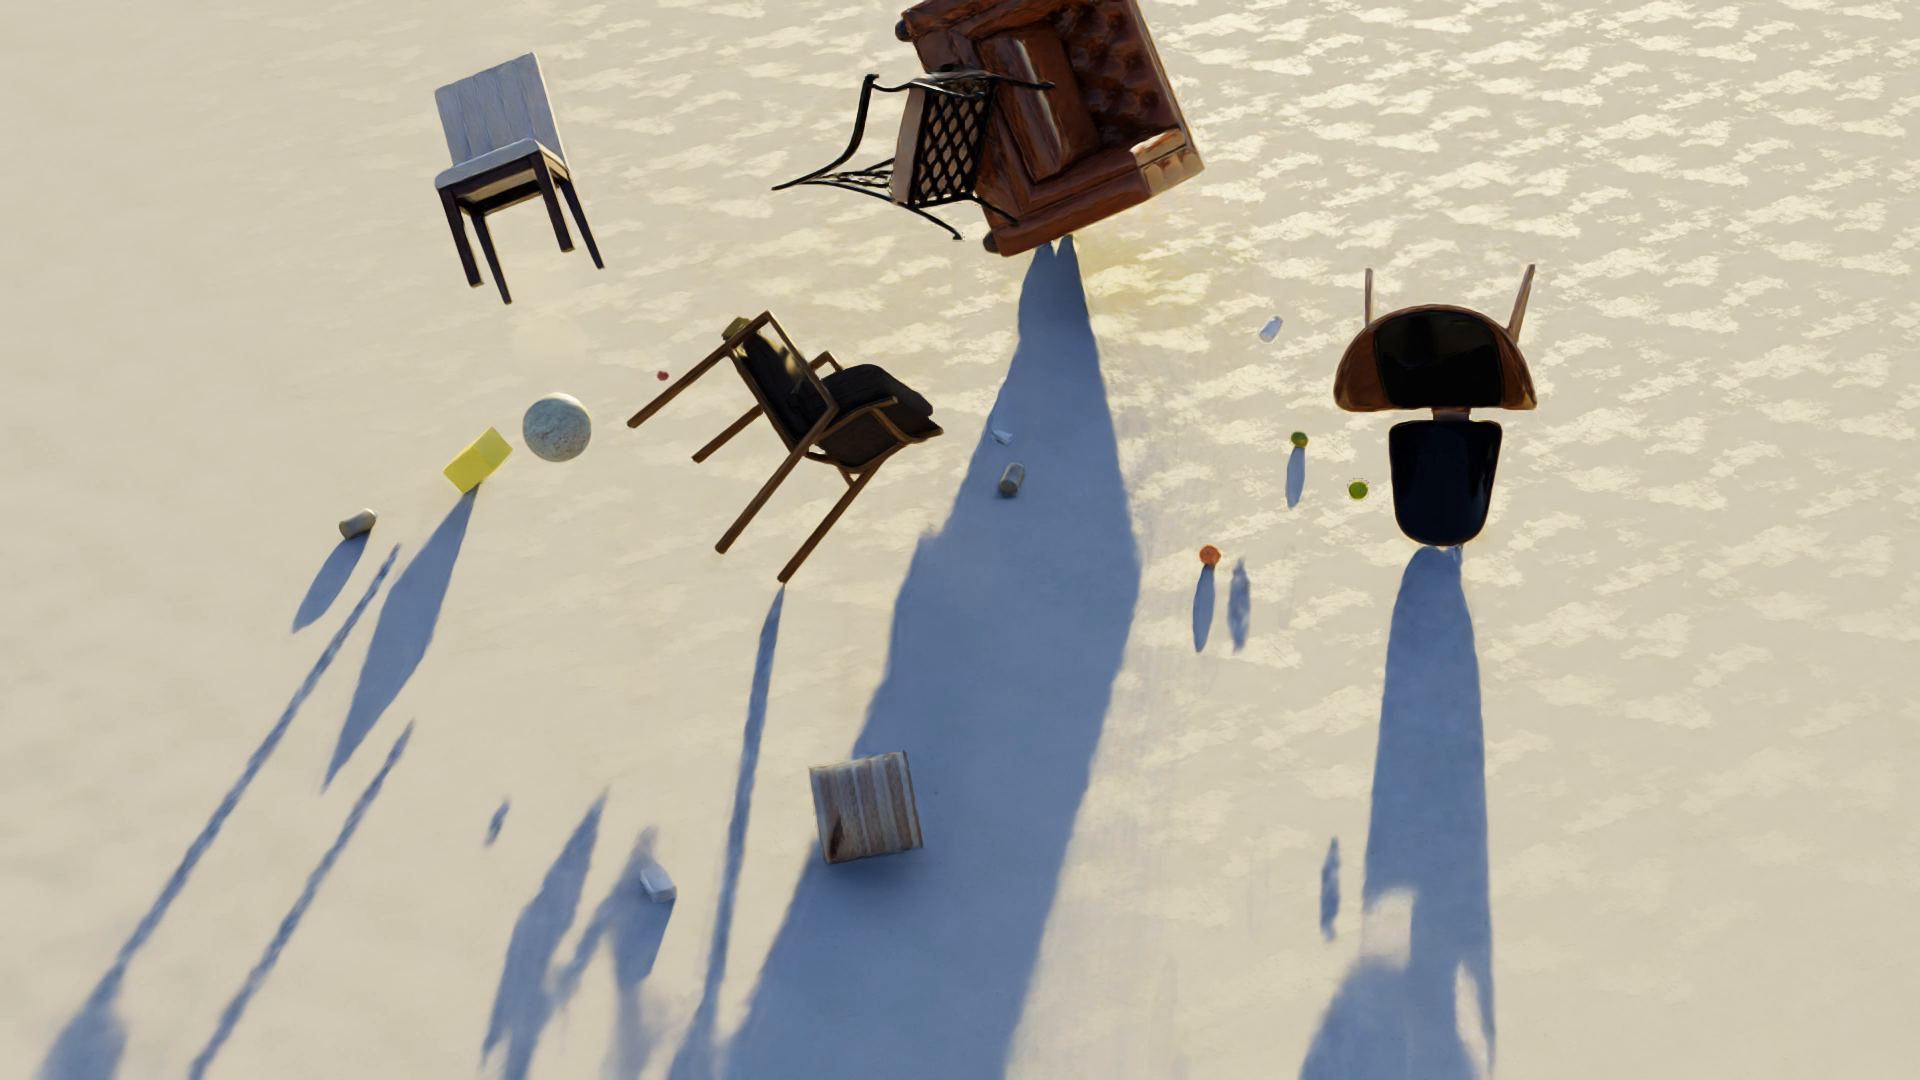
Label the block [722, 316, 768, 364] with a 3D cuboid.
[{"bbox_3d":[-0.842,-0.779,11.445,0.098,0.110,0.131,13,42,-47],"label":"block"}]

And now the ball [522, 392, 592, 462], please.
[{"bbox_3d":[-1.446,-0.404,10.527,0.249,0.249,0.249,0,33,0],"label":"ball"}]

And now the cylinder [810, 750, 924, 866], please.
[{"bbox_3d":[-0.298,0.853,9.340,0.312,0.314,0.273,-11,-1,-1],"label":"cylinder"}]

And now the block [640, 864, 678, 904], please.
[{"bbox_3d":[-0.950,1.084,9.257,0.074,0.047,0.124,-15,36,-22],"label":"block"}]

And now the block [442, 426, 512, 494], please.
[{"bbox_3d":[-1.843,-0.304,11.199,0.202,0.121,0.157,-34,14,36],"label":"block"}]
